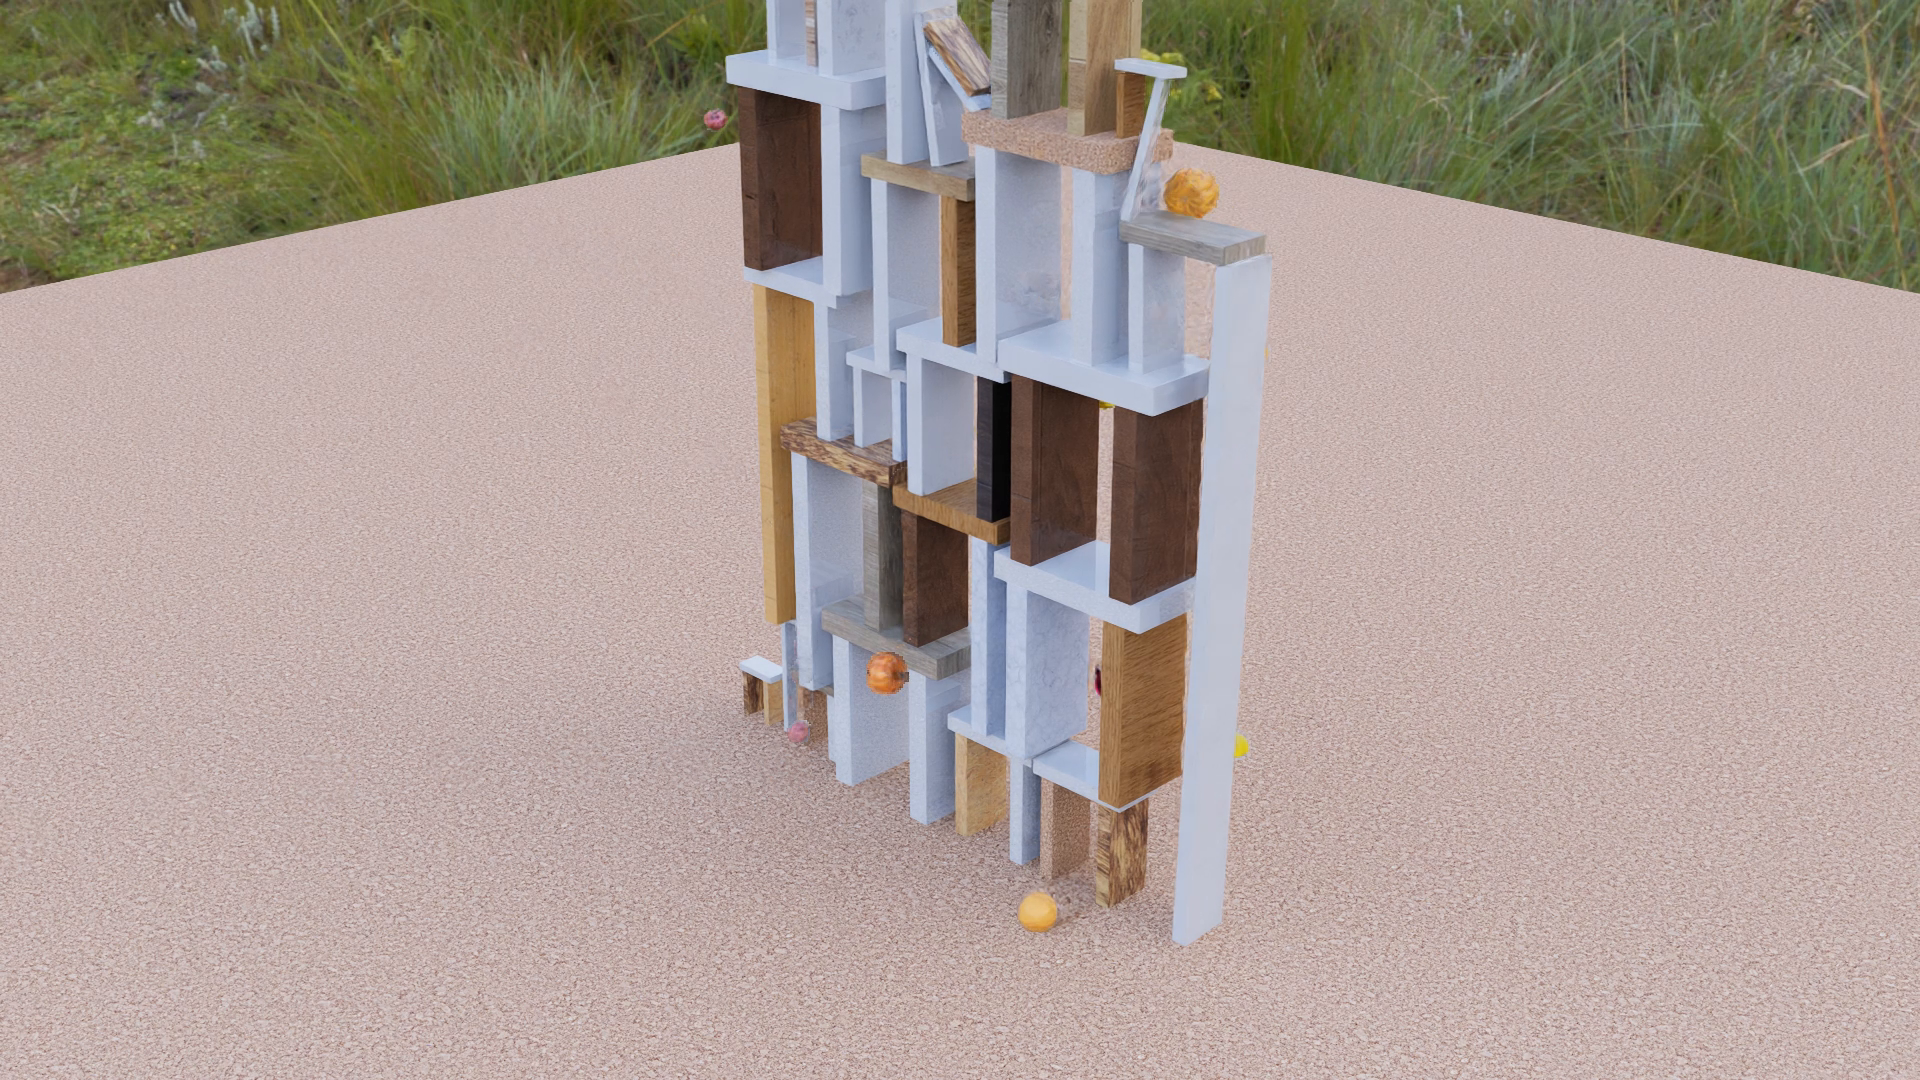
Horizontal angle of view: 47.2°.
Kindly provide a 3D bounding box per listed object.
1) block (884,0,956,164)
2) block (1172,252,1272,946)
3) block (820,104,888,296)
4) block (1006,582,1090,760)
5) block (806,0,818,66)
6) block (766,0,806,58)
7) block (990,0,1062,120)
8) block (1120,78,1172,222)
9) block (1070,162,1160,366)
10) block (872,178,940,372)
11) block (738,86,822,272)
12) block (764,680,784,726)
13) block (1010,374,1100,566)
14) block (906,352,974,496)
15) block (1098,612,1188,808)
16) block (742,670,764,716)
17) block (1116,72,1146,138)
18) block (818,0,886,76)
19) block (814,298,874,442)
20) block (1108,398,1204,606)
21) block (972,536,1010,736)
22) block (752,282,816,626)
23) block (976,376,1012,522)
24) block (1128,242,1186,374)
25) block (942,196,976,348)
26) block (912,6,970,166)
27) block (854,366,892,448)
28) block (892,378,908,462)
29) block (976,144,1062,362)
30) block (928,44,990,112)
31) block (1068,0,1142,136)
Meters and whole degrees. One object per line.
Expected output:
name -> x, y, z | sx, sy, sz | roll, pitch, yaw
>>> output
block -> -0.069, -0.886, 3.919 | 0.138, 0.410, 0.039 | -21, 31, -40
block -> 0.448, 0.135, 3.801 | 0.031, 1.283, 0.110 | 21, 31, 38
block -> -0.176, -0.653, 4.138 | 0.178, 0.356, 0.050 | -21, 32, -41
block -> 0.165, 0.221, 4.136 | 0.050, 0.351, 0.175 | 21, 31, 40
block -> -0.247, -0.971, 4.087 | 0.084, 0.168, 0.024 | -21, 31, -40
block -> -0.326, -1.002, 4.161 | 0.084, 0.168, 0.024 | -21, 31, -40
block -> 0.114, -0.861, 3.740 | 0.134, 0.268, 0.038 | -21, 31, -40
block -> 0.305, -0.641, 3.596 | 0.015, 0.238, 0.053 | 19, 21, 14
block -> 0.264, -0.478, 3.735 | 0.048, 0.336, 0.168 | 21, 31, 41
block -> -0.100, -0.507, 4.117 | 0.039, 0.363, 0.137 | 20, 30, 39
block -> -0.344, -0.719, 4.294 | 0.050, 0.355, 0.178 | 21, 31, 40
block -> -0.403, 0.348, 4.805 | 0.015, 0.105, 0.053 | 21, 31, 41
block -> 0.172, -0.147, 3.971 | 0.050, 0.356, 0.178 | 21, 31, 41
block -> -0.037, -0.234, 4.161 | 0.138, 0.276, 0.039 | -21, 31, -40
block -> 0.332, 0.290, 3.986 | 0.050, 0.361, 0.175 | 21, 31, 40
block -> -0.453, 0.329, 4.851 | 0.015, 0.105, 0.053 | 21, 31, 41
block -> 0.280, -0.716, 3.607 | 0.053, 0.105, 0.015 | -21, 30, -40
block -> -0.196, -0.997, 4.012 | 0.138, 0.276, 0.039 | -21, 30, -40
block -> -0.219, -0.345, 4.320 | 0.138, 0.276, 0.039 | -21, 31, -40
block -> 0.341, -0.082, 3.816 | 0.050, 0.356, 0.178 | 21, 31, 40
block -> 0.086, 0.166, 4.196 | 0.140, 0.406, 0.040 | -21, 31, -40
block -> -0.348, -0.184, 4.531 | 0.138, 0.737, 0.039 | -21, 31, -41
block -> 0.093, -0.183, 4.041 | 0.138, 0.276, 0.039 | -21, 31, -41
block -> 0.332, -0.400, 3.698 | 0.031, 0.220, 0.110 | 19, 29, 42
block -> 0.029, -0.498, 3.980 | 0.137, 0.274, 0.039 | -21, 31, -41
block -> -0.033, -0.806, 3.911 | 0.076, 0.269, 0.022 | -21, 21, -40
block -> -0.169, -0.269, 4.288 | 0.081, 0.163, 0.023 | -21, 31, -41
block -> -0.092, -0.239, 4.217 | 0.081, 0.163, 0.023 | -21, 31, -40
block -> 0.104, -0.520, 3.892 | 0.168, 0.382, 0.048 | -21, 30, -40
block -> 0.016, -0.811, 3.860 | 0.076, 0.022, 0.152 | -20, 69, -40
block -> 0.239, -0.811, 3.623 | 0.134, 0.268, 0.038 | -21, 31, -40
